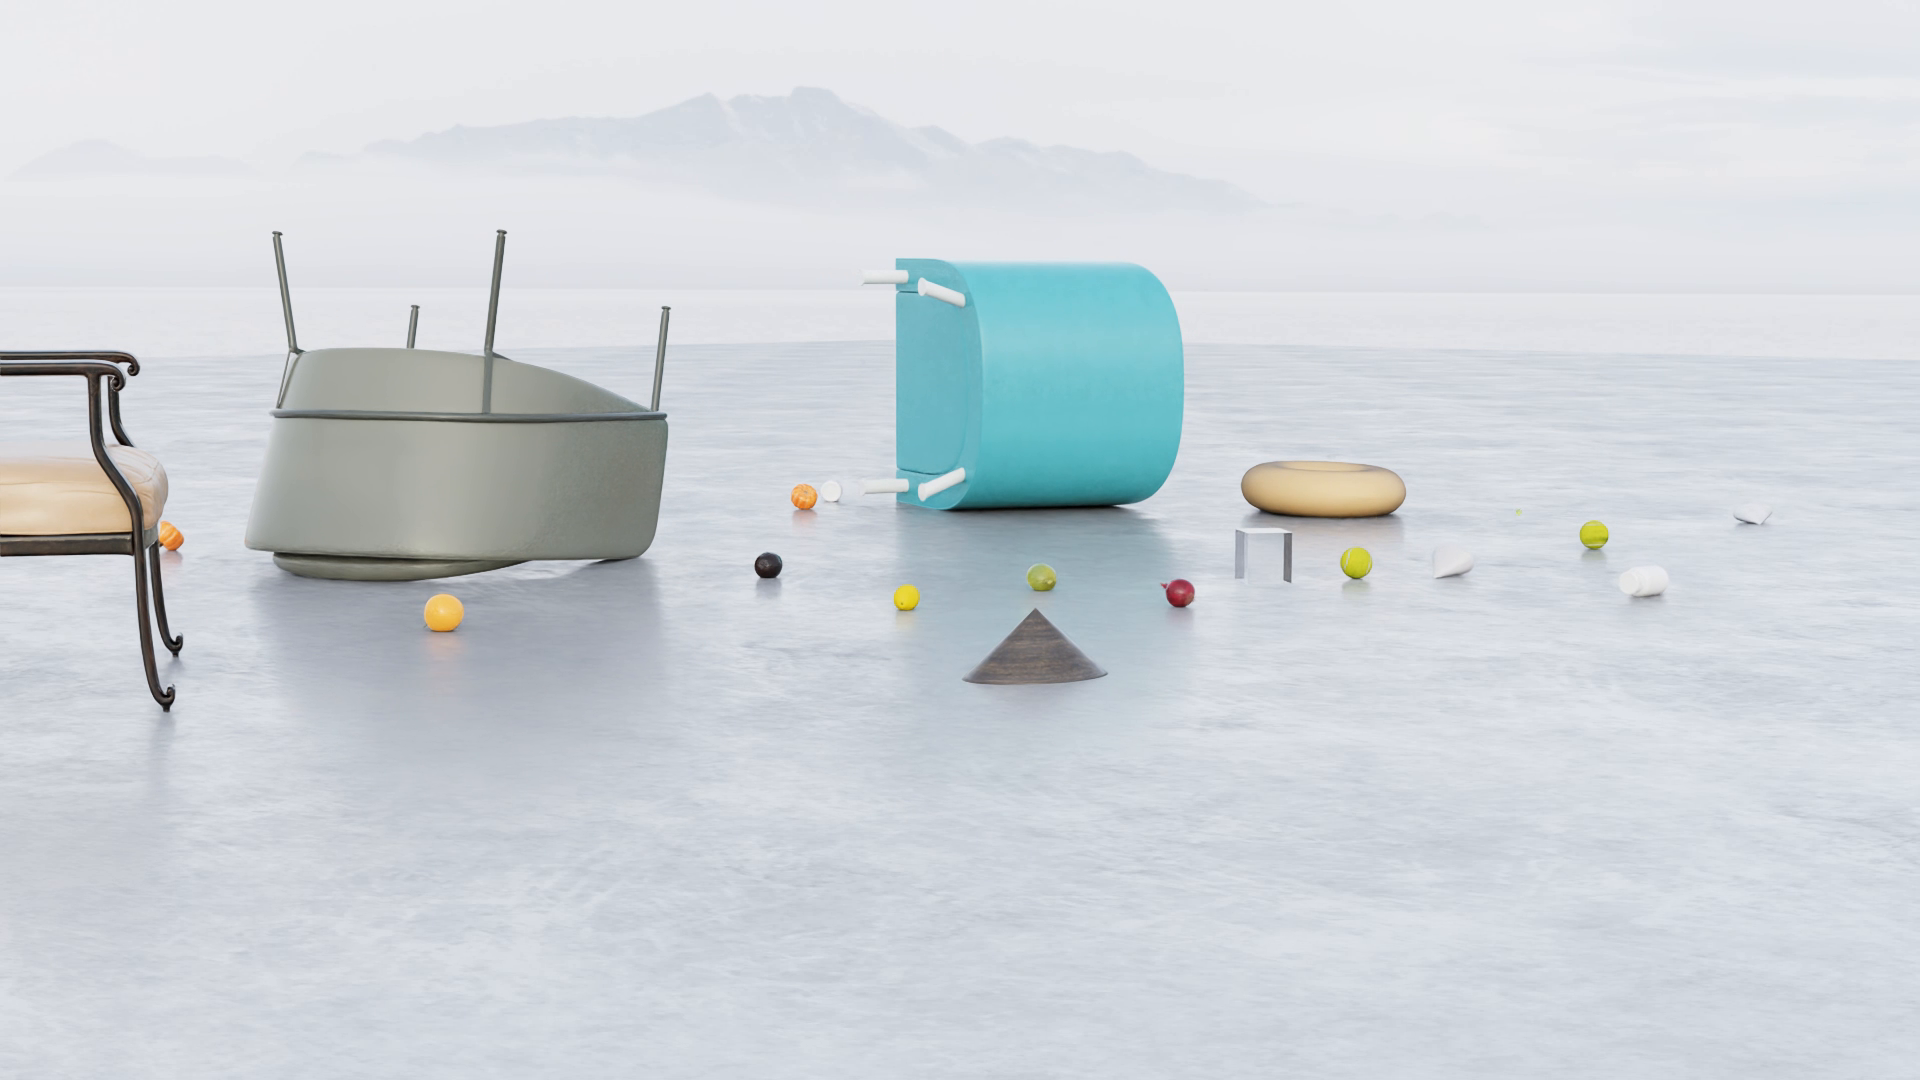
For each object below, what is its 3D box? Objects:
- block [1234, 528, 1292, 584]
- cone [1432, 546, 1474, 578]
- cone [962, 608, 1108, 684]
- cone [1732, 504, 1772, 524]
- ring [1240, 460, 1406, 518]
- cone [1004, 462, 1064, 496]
[{"bbox_3d":[0.655,0.035,5.540,0.097,0.110,0.101,-1,6,-9],"label":"block"},{"bbox_3d":[1.059,0.064,5.627,0.107,0.072,0.087,4,30,42],"label":"cone"},{"bbox_3d":[0.124,0.168,4.226,0.258,0.114,0.164,-3,6,-25],"label":"cone"},{"bbox_3d":[2.123,-0.057,6.837,0.107,0.058,0.065,-4,30,0],"label":"cone"},{"bbox_3d":[1.015,-0.143,7.180,0.443,0.129,0.514,-1,7,-20],"label":"ring"},{"bbox_3d":[0.212,-0.160,7.719,0.181,0.098,0.112,-15,-37,14],"label":"cone"}]
